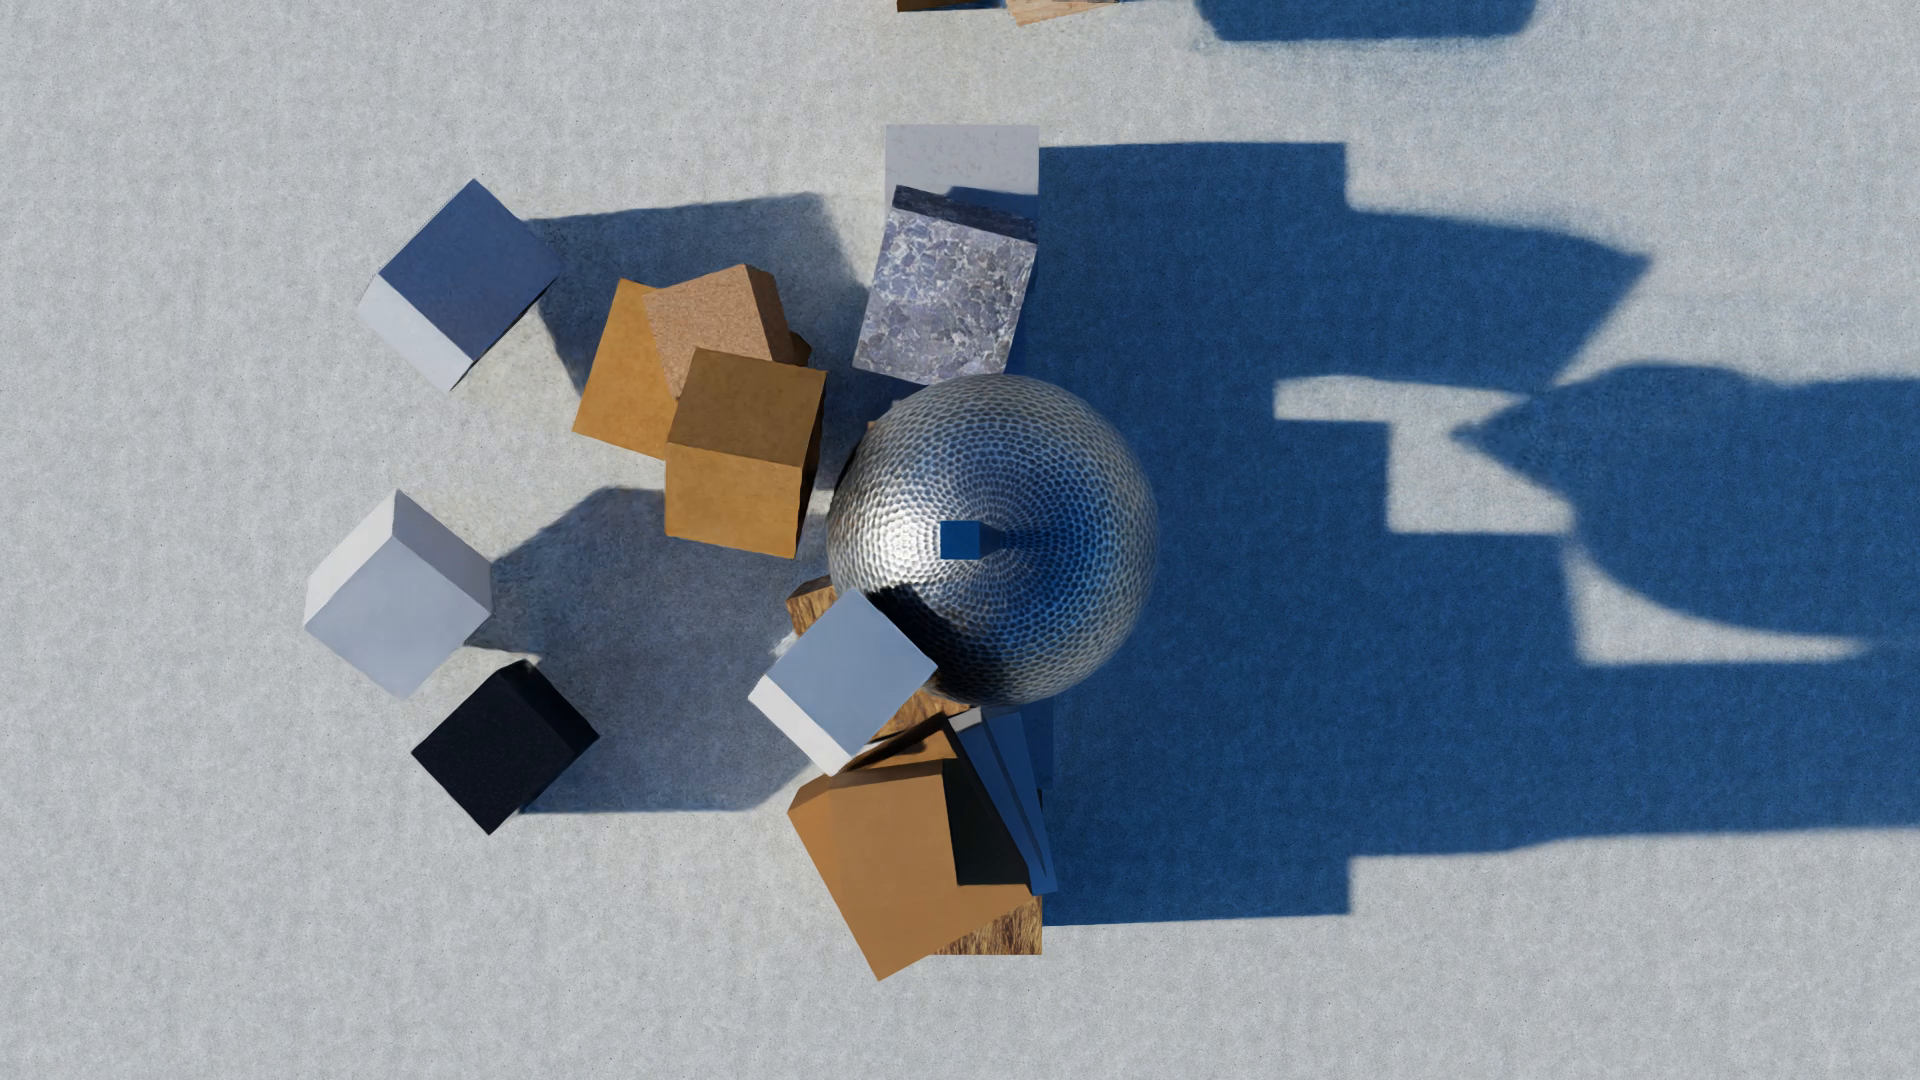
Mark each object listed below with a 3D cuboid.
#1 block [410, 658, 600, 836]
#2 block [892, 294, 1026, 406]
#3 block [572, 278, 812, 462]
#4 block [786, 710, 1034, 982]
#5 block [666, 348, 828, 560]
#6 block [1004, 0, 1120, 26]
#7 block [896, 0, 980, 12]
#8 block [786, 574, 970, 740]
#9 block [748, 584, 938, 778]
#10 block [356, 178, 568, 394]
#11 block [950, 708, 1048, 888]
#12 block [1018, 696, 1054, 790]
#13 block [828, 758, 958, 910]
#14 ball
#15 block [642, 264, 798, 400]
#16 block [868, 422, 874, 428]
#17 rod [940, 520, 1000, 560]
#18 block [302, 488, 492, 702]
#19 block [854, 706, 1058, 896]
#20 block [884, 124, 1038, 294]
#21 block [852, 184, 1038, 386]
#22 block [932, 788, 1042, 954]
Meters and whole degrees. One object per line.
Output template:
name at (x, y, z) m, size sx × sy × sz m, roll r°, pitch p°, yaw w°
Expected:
block at (-2.599, 1.176, 12.645) m, size 0.684 × 0.664 × 0.640 m, roll -43°, pitch 90°, yaw 4°
block at (-0.009, -1.052, 12.643) m, size 0.746 × 0.713 × 0.790 m, roll 0°, pitch 90°, yaw 0°
block at (-1.511, -0.867, 12.573) m, size 1.036 × 0.823 × 0.895 m, roll 18°, pitch 90°, yaw 2°
block at (-0.220, 1.381, 10.093) m, size 0.779 × 0.780 × 0.853 m, roll -28°, pitch 92°, yaw 1°
block at (-1.033, -0.415, 10.595) m, size 0.639 × 0.695 × 0.617 m, roll 11°, pitch 51°, yaw 0°
block at (0.659, -3.470, 12.178) m, size 0.856 × 0.791 × 0.790 m, roll -46°, pitch 119°, yaw -30°
block at (-0.105, -3.457, 12.697) m, size 0.616 × 0.605 × 0.597 m, roll -8°, pitch 90°, yaw 0°
block at (-0.405, 0.552, 11.651) m, size 0.724 × 0.753 × 0.825 m, roll -18°, pitch 95°, yaw 4°
block at (-0.535, 0.645, 9.927) m, size 0.529 × 0.615 × 0.565 m, roll 44°, pitch 71°, yaw 1°
block at (-2.820, -1.418, 12.404) m, size 0.689 × 0.796 × 0.788 m, roll 44°, pitch 67°, yaw -11°
block at (-0.111, 1.396, 10.891) m, size 0.808 × 0.815 × 0.815 m, roll -23°, pitch 92°, yaw 1°
block at (-0.017, 0.854, 12.551) m, size 1.066 × 0.898 × 1.026 m, roll 0°, pitch 90°, yaw 0°
block at (-0.279, 1.258, 9.453) m, size 0.482 × 0.492 × 0.511 m, roll -8°, pitch 92°, yaw 0°
ball at (0.159, 0.000, 10.511) m, size 1.600 × 1.600 × 1.600 m, roll 0°, pitch 90°, yaw 0°
block at (-1.270, -1.098, 11.807) m, size 0.576 × 0.626 × 0.568 m, roll -16°, pitch 89°, yaw 9°
block at (-0.034, -0.153, 12.504) m, size 0.953 × 0.987 × 0.971 m, roll 1°, pitch 90°, yaw 0°
rod at (0.069, 0.000, 7.112) m, size 0.080 × 5.200 × 0.080 m, roll 0°, pitch 90°, yaw 2°
block at (-3.149, 0.303, 12.342) m, size 0.726 × 0.725 × 0.704 m, roll -44°, pitch 114°, yaw 7°
block at (-0.038, 1.426, 11.702) m, size 0.911 × 0.804 × 0.944 m, roll -12°, pitch 92°, yaw 0°
block at (0.009, -1.875, 12.561) m, size 0.846 × 0.878 × 0.829 m, roll 0°, pitch 90°, yaw 0°
block at (-0.080, -1.329, 11.727) m, size 0.771 × 0.835 × 0.857 m, roll 14°, pitch 107°, yaw -4°
block at (-0.006, 1.829, 12.561) m, size 0.917 × 0.879 × 0.916 m, roll 0°, pitch 90°, yaw 0°
